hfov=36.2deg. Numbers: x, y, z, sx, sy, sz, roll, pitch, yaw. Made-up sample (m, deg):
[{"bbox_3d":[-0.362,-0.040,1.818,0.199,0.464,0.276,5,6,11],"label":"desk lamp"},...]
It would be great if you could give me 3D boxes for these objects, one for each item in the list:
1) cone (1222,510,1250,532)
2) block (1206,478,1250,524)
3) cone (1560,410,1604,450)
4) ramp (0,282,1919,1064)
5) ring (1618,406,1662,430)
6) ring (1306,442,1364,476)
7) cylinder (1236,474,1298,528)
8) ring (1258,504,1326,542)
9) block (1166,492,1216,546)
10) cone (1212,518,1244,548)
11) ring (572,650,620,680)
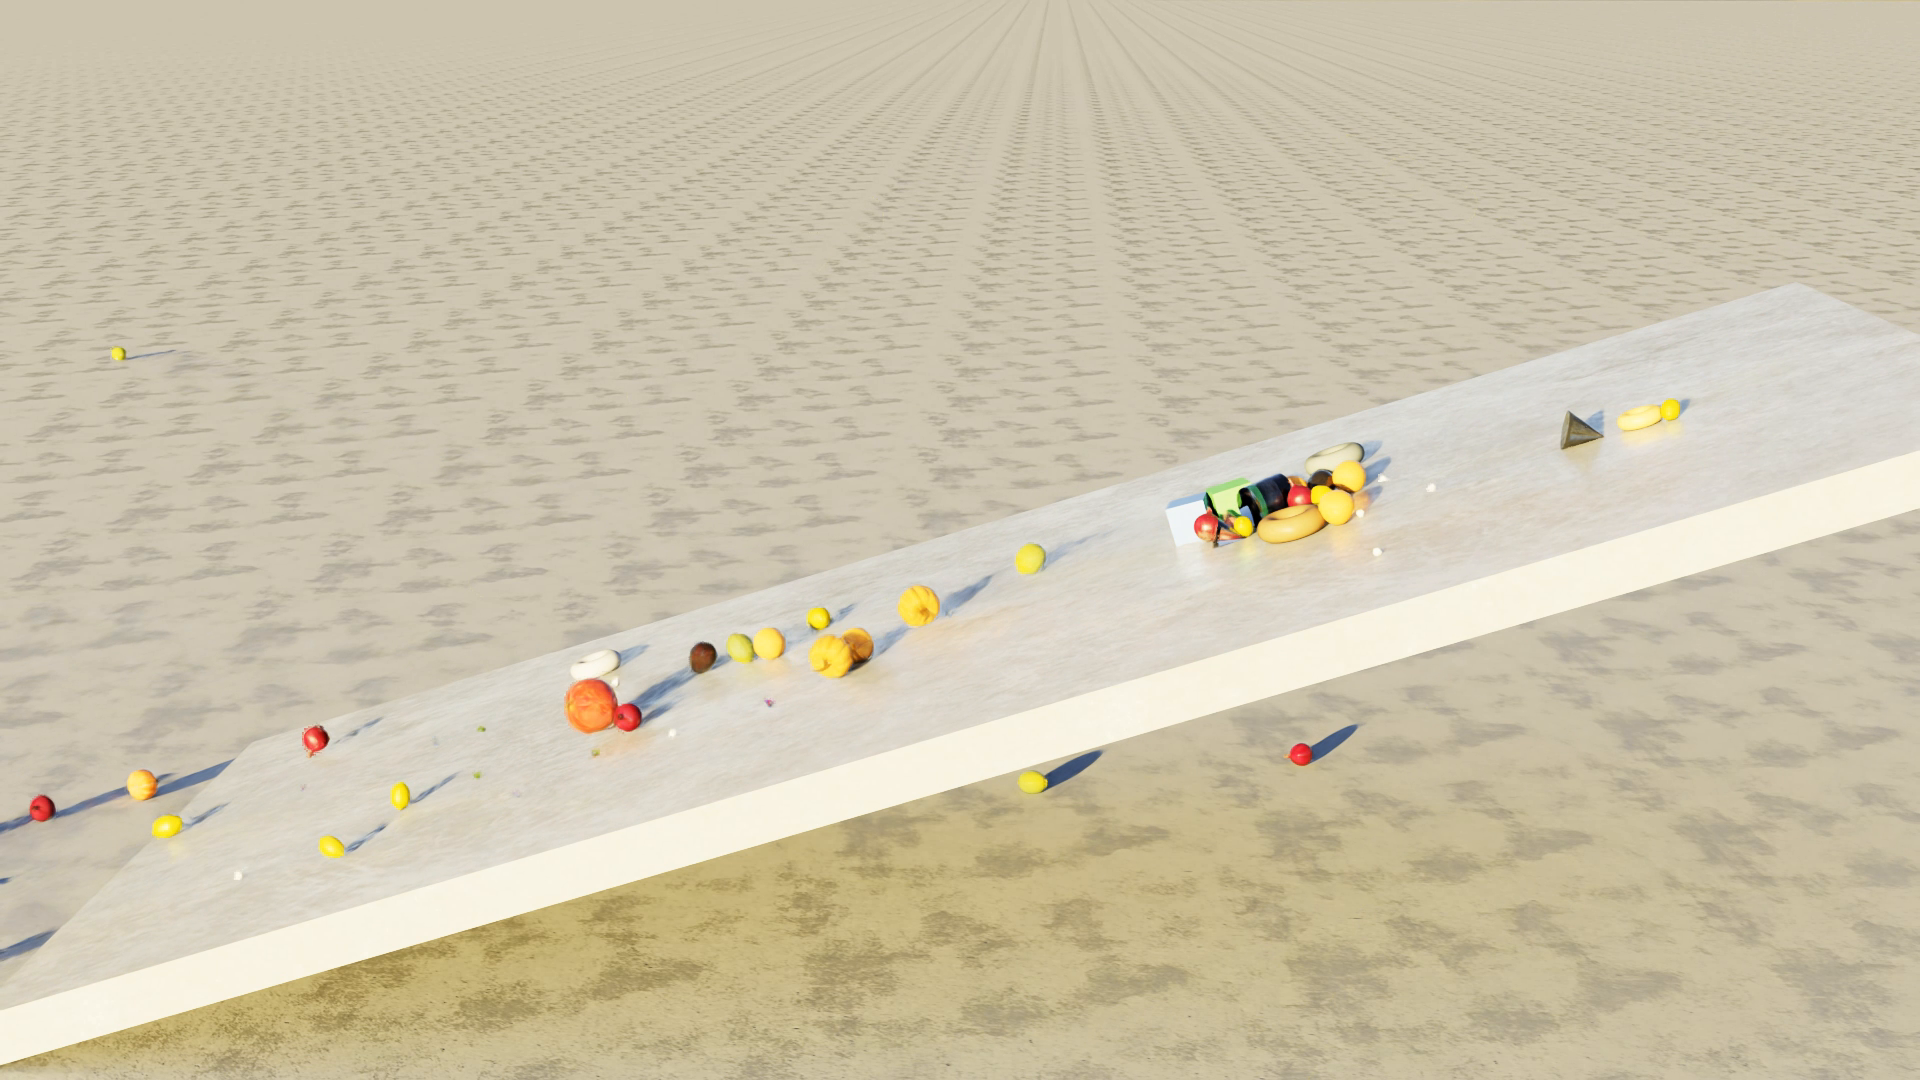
[{"bbox_3d":[0.591,-0.032,6.280,0.058,0.058,0.058,9,10,-5],"label":"cone"},{"bbox_3d":[0.590,-0.076,6.347,0.087,0.087,0.087,-18,10,-3],"label":"block"},{"bbox_3d":[1.291,-0.220,6.076,0.083,0.083,0.083,10,12,3],"label":"cone"},{"bbox_3d":[0.096,0.185,6.315,4.000,0.100,2.000,-17,10,5],"label":"ramp"},{"bbox_3d":[1.405,-0.253,6.074,0.096,0.032,0.096,-18,9,3],"label":"ring"},{"bbox_3d":[0.840,-0.181,6.598,0.139,0.046,0.139,-20,7,2],"label":"ring"},{"bbox_3d":[0.654,-0.084,6.265,0.092,0.092,0.092,-22,20,-25],"label":"cylinder"},{"bbox_3d":[0.685,-0.034,6.071,0.146,0.049,0.146,-16,11,3],"label":"ring"},{"bbox_3d":[0.499,-0.046,6.344,0.084,0.084,0.084,-15,10,14],"label":"block"},{"bbox_3d":[0.569,-0.009,6.184,0.067,0.067,0.067,10,11,1],"label":"cone"},{"bbox_3d":[-0.858,0.294,6.936,0.124,0.041,0.124,-18,11,4],"label":"ring"}]
